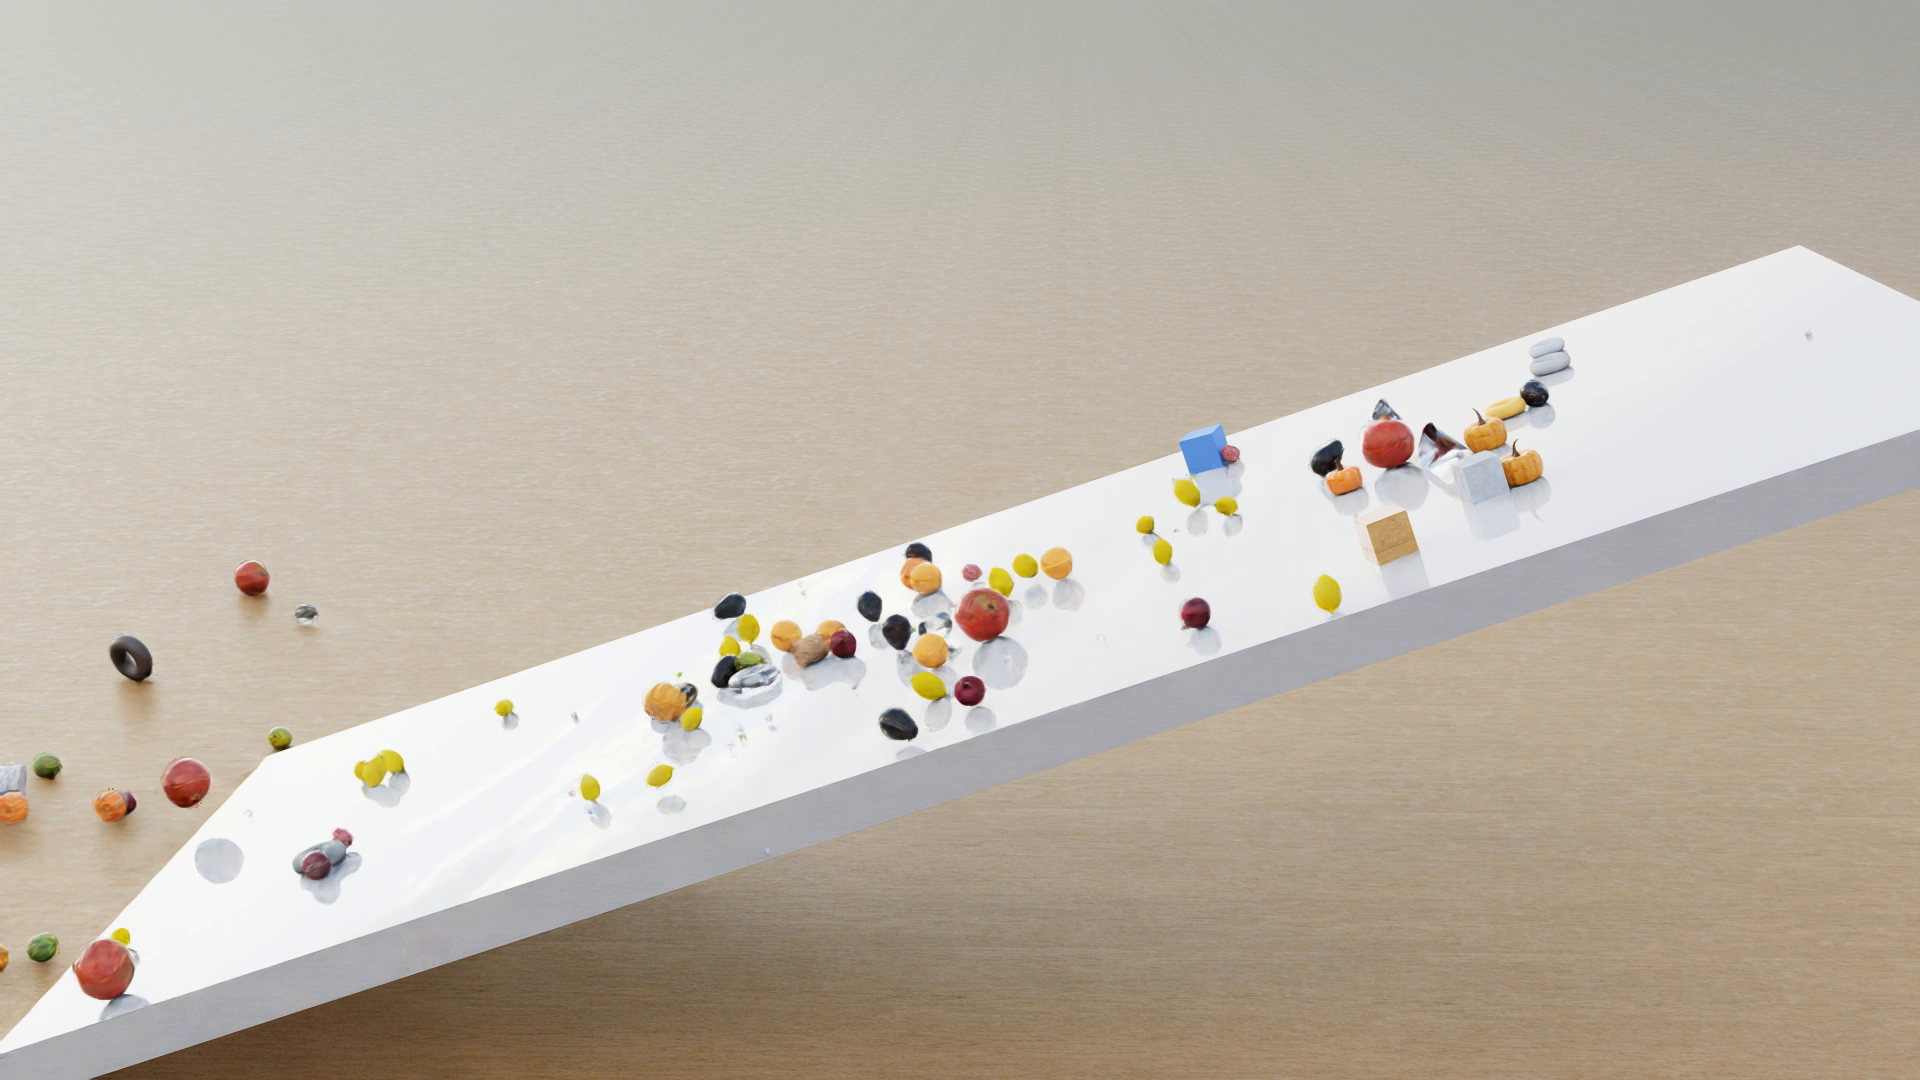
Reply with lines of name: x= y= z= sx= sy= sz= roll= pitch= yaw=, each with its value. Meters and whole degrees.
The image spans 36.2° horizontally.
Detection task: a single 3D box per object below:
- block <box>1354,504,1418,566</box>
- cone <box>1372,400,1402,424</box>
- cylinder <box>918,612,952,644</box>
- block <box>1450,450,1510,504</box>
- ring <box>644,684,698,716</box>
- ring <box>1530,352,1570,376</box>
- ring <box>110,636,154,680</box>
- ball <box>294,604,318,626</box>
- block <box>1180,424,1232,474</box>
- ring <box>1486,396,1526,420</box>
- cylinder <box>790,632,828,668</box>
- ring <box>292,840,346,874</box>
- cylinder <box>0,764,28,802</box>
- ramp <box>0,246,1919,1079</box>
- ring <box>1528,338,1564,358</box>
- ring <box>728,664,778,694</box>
block: x=0.802 y=-0.010 z=5.541 sx=0.082 sy=0.082 sz=0.082 roll=-21 pitch=11 yaw=-6
cone: x=0.983 y=-0.283 z=6.709 sx=0.061 sy=0.061 sz=0.061 roll=21 pitch=22 yaw=32
cylinder: x=-0.052 y=0.183 z=6.151 sx=0.054 sy=0.054 sz=0.054 roll=8 pitch=26 yaw=32
block: x=1.014 y=-0.122 z=5.737 sx=0.077 sy=0.077 sz=0.077 roll=-21 pitch=11 yaw=-6
ring: x=-0.628 y=0.347 z=6.393 sx=0.123 sy=0.041 sz=0.123 roll=-20 pitch=10 yaw=4
ring: x=1.334 y=-0.398 z=6.653 sx=0.094 sy=0.031 sz=0.094 roll=-19 pitch=12 yaw=4
ring: x=-2.411 y=0.343 z=8.559 sx=0.148 sy=0.148 sz=0.049 roll=7 pitch=32 yaw=29
ball: x=-2.045 y=0.234 z=9.201 sx=0.070 sy=0.070 sz=0.070 roll=0 pitch=12 yaw=0
block: x=0.578 y=-0.213 z=6.922 sx=0.084 sy=0.084 sz=0.084 roll=-14 pitch=12 yaw=25
ring: x=1.180 y=-0.284 z=6.365 sx=0.092 sy=0.031 sz=0.092 roll=-19 pitch=10 yaw=3
cylinder: x=-0.325 y=0.237 z=6.355 sx=0.059 sy=0.059 sz=0.059 roll=-25 pitch=23 yaw=-27
ring: x=-1.327 y=0.658 z=6.096 sx=0.115 sy=0.038 sz=0.115 roll=-18 pitch=11 yaw=4
cylinder: x=-2.406 y=0.614 z=7.401 sx=0.094 sy=0.094 sz=0.094 roll=-1 pitch=12 yaw=-6
ramp: x=0.109 y=0.179 z=6.303 sx=4.000 sy=0.100 sz=2.000 roll=-18 pitch=11 yaw=6
ring: x=1.365 y=-0.447 z=6.844 sx=0.086 sy=0.029 sz=0.086 roll=-20 pitch=12 yaw=4
ring: x=-0.445 y=0.298 z=6.324 sx=0.111 sy=0.037 sz=0.111 roll=-18 pitch=12 yaw=4
